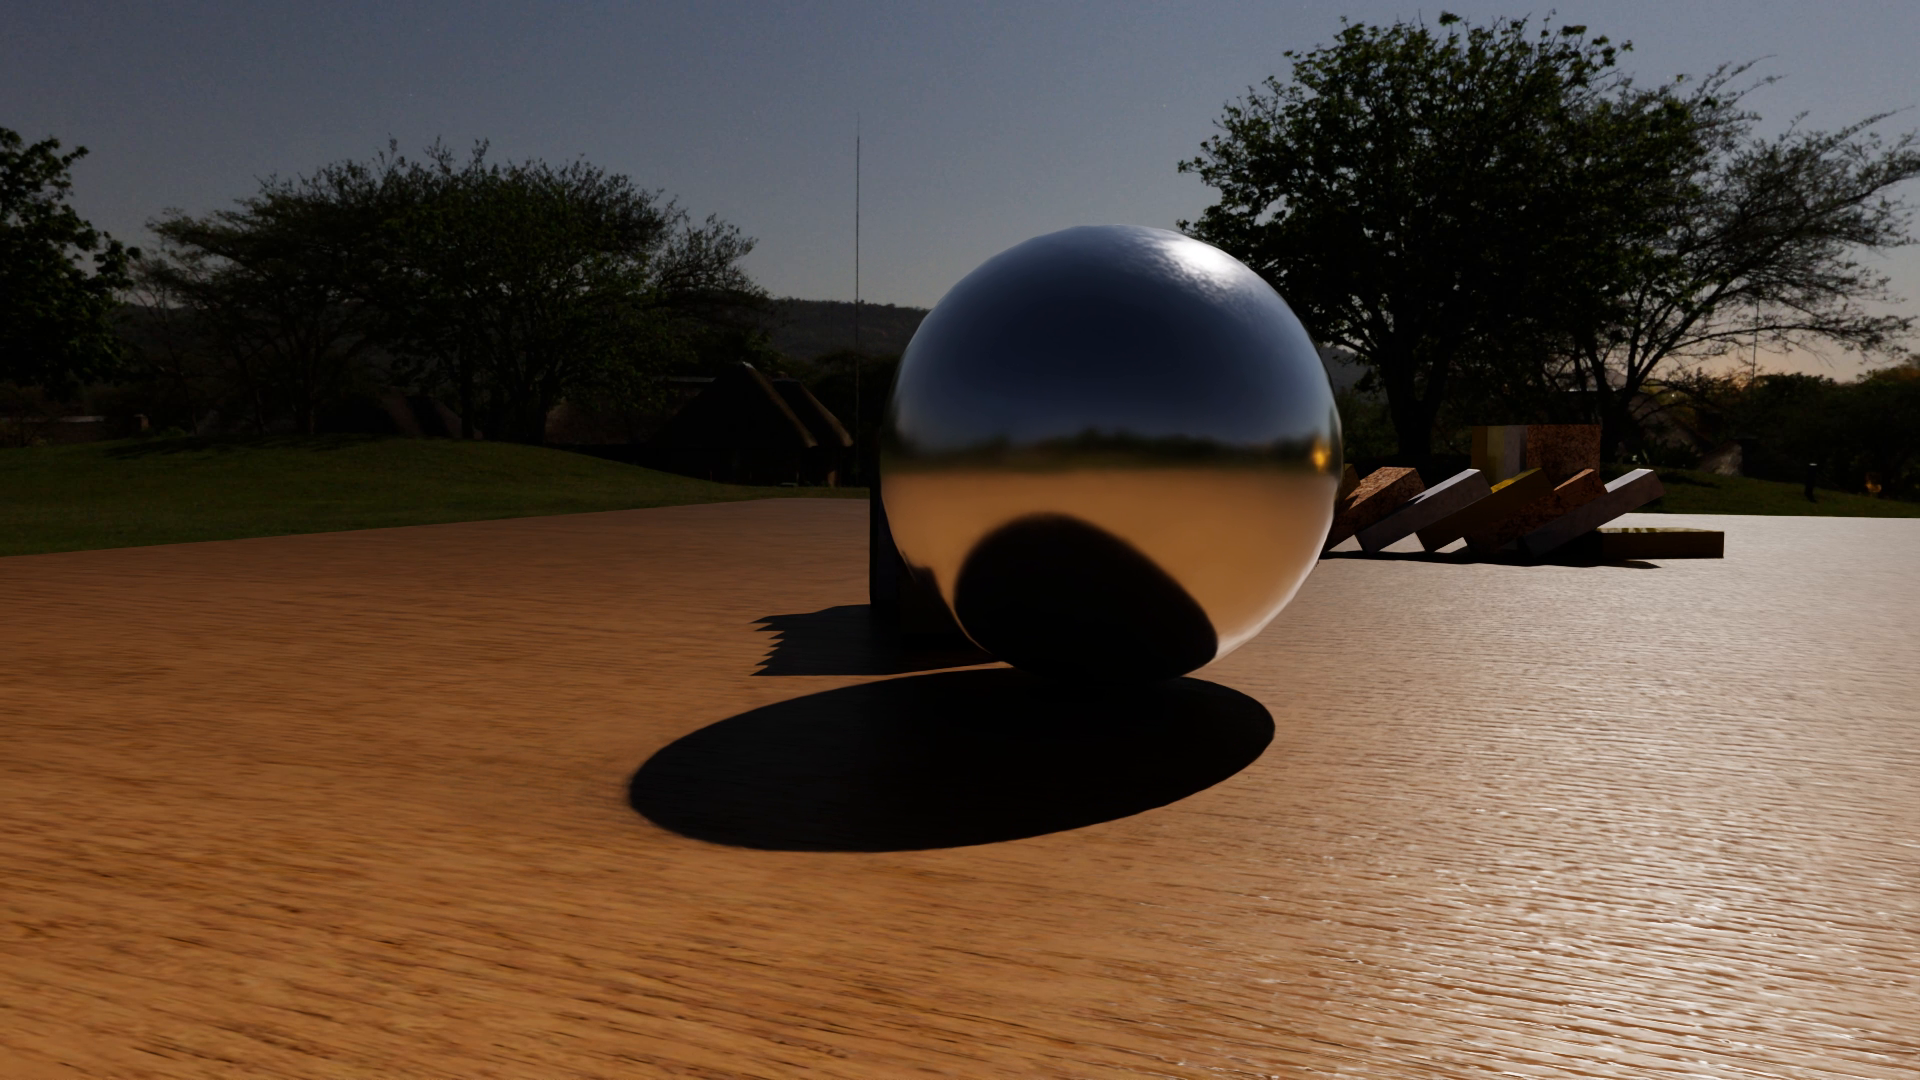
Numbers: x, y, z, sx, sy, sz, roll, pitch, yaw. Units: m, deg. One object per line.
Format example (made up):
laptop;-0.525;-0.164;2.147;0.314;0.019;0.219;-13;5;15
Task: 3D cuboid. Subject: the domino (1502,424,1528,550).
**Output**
domino;0.234;-0.021;0.520;0.025;0.050;0.010;-1;4;-14

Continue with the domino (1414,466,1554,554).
domino;0.199;-0.011;0.492;0.050;0.009;0.025;-30;-4;16

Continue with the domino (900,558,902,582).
domino;0.000;-0.003;0.282;0.025;0.050;0.010;0;-27;-1

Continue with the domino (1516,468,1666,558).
domino;0.236;-0.010;0.483;0.050;0.009;0.025;-30;-4;16

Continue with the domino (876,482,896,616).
domino;-0.008;-0.006;0.327;0.025;0.050;0.010;0;-28;-1

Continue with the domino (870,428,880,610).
domino;-0.011;-0.006;0.339;0.025;0.050;0.009;-1;-29;-2

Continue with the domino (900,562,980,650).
domino;0.000;-0.002;0.271;0.025;0.050;0.009;0;-27;-1

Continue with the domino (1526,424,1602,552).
domino;0.237;-0.020;0.506;0.025;0.050;0.009;-1;4;-8

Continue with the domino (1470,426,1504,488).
domino;0.228;-0.023;0.540;0.025;0.050;0.010;-1;5;-18

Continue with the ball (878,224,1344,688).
ball;0.026;-0.014;0.225;0.080;0.080;0.080;0;4;0

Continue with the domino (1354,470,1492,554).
domino;0.178;-0.011;0.498;0.050;0.009;0.025;-29;-2;12

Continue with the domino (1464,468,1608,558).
domino;0.217;-0.011;0.488;0.050;0.009;0.025;-30;-4;15

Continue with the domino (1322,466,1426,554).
domino;0.155;-0.012;0.506;0.050;0.010;0.025;-31;9;-8

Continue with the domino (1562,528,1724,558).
domino;0.262;0.001;0.493;0.050;0.009;0.025;-1;4;-8

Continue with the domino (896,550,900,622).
domino;-0.003;-0.005;0.316;0.025;0.050;0.009;0;-27;-1

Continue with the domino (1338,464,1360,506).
domino;0.131;-0.013;0.504;0.050;0.009;0.025;-39;23;-25
